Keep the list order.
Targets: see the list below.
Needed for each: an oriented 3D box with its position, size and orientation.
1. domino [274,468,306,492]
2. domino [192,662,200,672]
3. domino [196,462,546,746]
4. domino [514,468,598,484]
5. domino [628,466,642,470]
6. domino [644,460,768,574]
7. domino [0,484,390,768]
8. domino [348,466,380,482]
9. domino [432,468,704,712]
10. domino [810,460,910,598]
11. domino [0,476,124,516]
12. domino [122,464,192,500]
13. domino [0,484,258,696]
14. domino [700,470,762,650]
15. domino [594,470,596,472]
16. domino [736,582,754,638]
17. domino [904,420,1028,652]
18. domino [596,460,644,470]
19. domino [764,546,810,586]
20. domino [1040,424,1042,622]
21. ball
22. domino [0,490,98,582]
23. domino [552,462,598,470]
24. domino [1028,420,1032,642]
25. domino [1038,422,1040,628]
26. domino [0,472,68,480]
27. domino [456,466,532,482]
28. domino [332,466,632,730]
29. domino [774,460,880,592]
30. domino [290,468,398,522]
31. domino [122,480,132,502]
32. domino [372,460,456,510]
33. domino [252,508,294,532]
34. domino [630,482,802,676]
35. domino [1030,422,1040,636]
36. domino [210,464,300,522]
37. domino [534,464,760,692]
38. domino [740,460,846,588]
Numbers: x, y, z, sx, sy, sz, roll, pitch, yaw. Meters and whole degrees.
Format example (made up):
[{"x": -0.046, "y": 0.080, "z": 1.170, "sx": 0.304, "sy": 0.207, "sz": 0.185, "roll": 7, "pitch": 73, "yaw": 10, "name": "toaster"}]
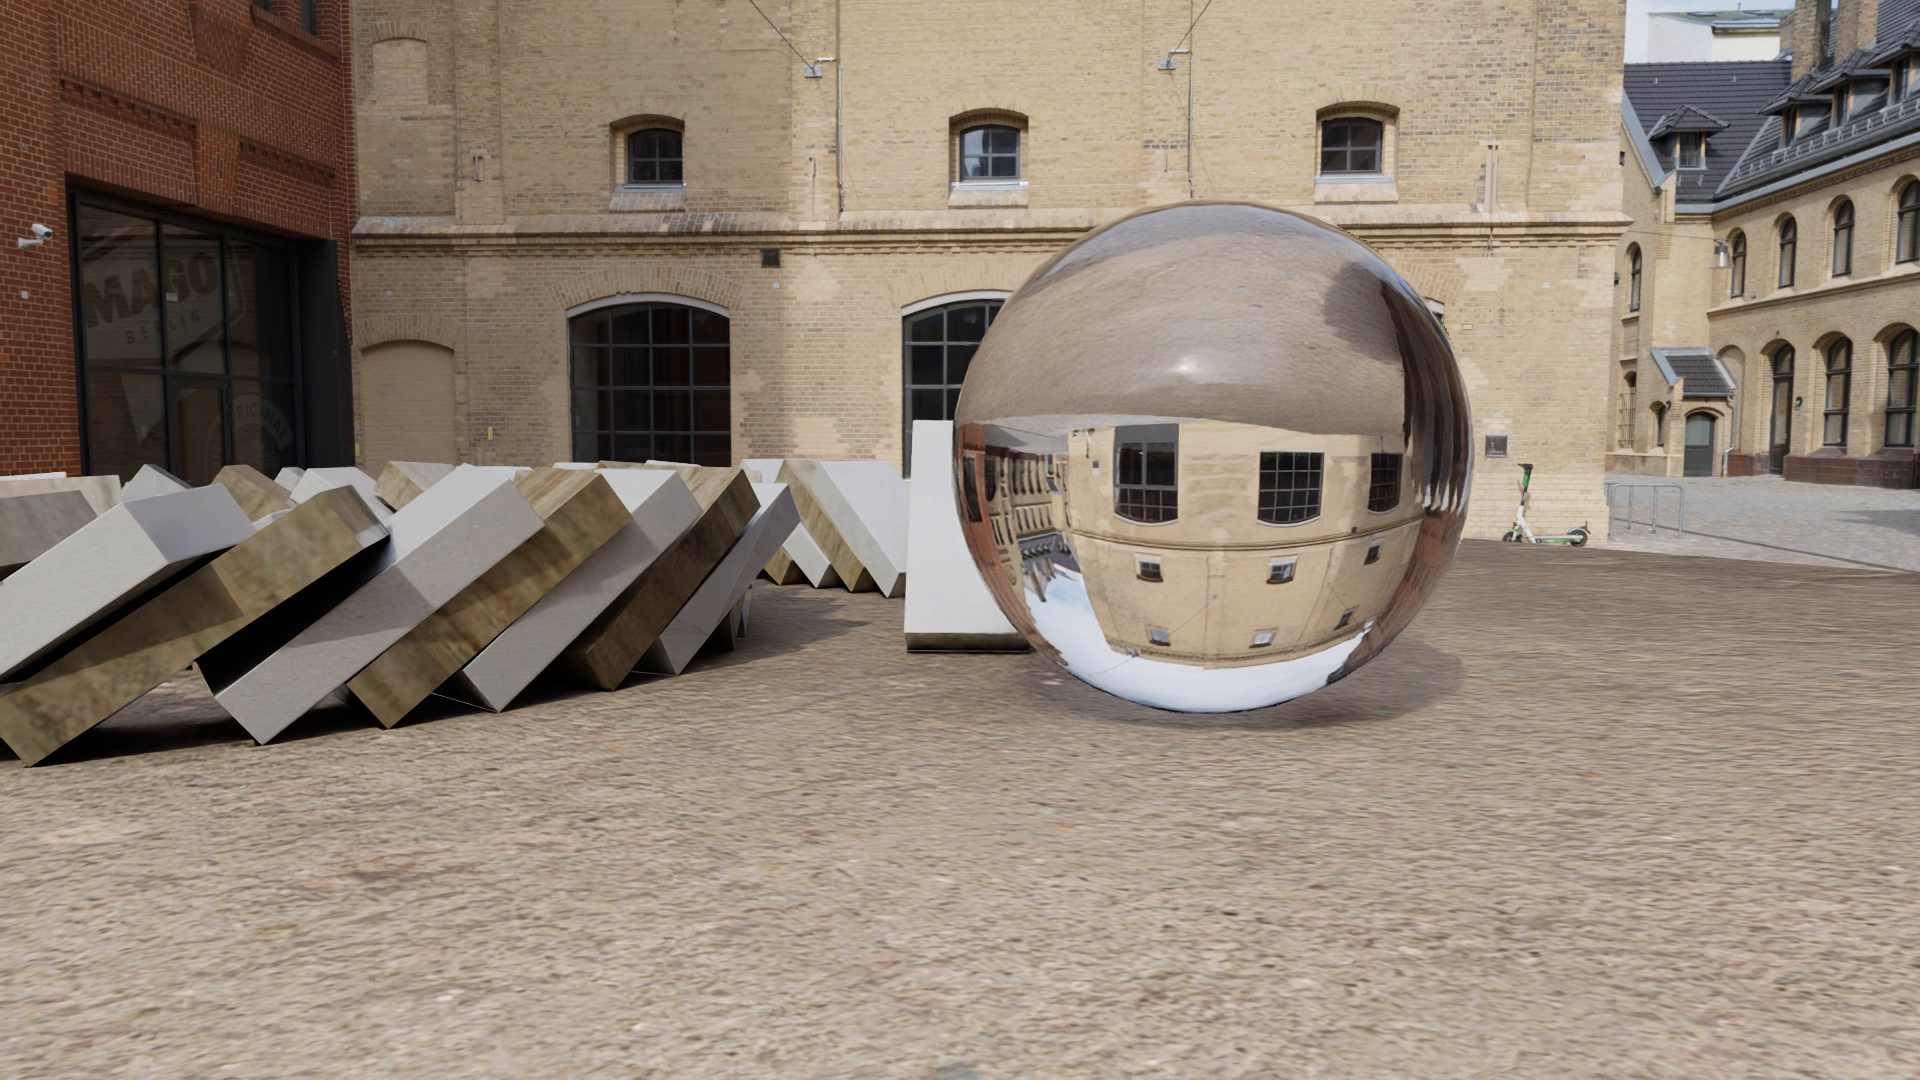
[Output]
[{"x": -0.194, "y": -0.006, "z": 0.414, "sx": 0.050, "sy": 0.009, "sz": 0.025, "roll": 31, "pitch": -6, "yaw": -17, "name": "domino"}, {"x": -0.119, "y": 0.019, "z": 0.253, "sx": 0.050, "sy": 0.010, "sz": 0.025, "roll": 0, "pitch": 4, "yaw": -5, "name": "domino"}, {"x": -0.091, "y": 0.008, "z": 0.199, "sx": 0.050, "sy": 0.010, "sz": 0.025, "roll": -43, "pitch": 30, "yaw": -23, "name": "domino"}, {"x": -0.098, "y": -0.001, "z": 0.345, "sx": 0.025, "sy": 0.009, "sz": 0.050, "roll": -5, "pitch": 40, "yaw": -48, "name": "domino"}, {"x": -0.069, "y": 0.000, "z": 0.319, "sx": 0.025, "sy": 0.010, "sz": 0.050, "roll": 2, "pitch": 37, "yaw": -19, "name": "domino"}, {"x": -0.080, "y": -0.007, "z": 0.417, "sx": 0.050, "sy": 0.010, "sz": 0.025, "roll": 40, "pitch": 18, "yaw": 24, "name": "domino"}, {"x": -0.109, "y": 0.011, "z": 0.184, "sx": 0.050, "sy": 0.009, "sz": 0.025, "roll": -36, "pitch": 13, "yaw": -10, "name": "domino"}, {"x": -0.177, "y": -0.007, "z": 0.421, "sx": 0.050, "sy": 0.009, "sz": 0.025, "roll": 31, "pitch": -6, "yaw": -11, "name": "domino"}, {"x": -0.070, "y": 0.007, "z": 0.223, "sx": 0.025, "sy": 0.009, "sz": 0.050, "roll": 4, "pitch": 43, "yaw": 43, "name": "domino"}, {"x": -0.021, "y": -0.004, "z": 0.373, "sx": 0.025, "sy": 0.009, "sz": 0.050, "roll": -3, "pitch": 42, "yaw": -38, "name": "domino"}, {"x": -0.171, "y": 0.006, "z": 0.237, "sx": 0.025, "sy": 0.009, "sz": 0.050, "roll": -7, "pitch": -27, "yaw": -39, "name": "domino"}, {"x": -0.190, "y": -0.001, "z": 0.335, "sx": 0.050, "sy": 0.009, "sz": 0.025, "roll": 38, "pitch": -14, "yaw": -24, "name": "domino"}, {"x": -0.125, "y": 0.011, "z": 0.176, "sx": 0.050, "sy": 0.009, "sz": 0.025, "roll": -33, "pitch": 9, "yaw": 2, "name": "domino"}, {"x": -0.059, "y": 0.003, "z": 0.280, "sx": 0.025, "sy": 0.009, "sz": 0.050, "roll": 1, "pitch": 39, "yaw": -1, "name": "domino"}, {"x": -0.078, "y": 0.000, "z": 0.333, "sx": 0.025, "sy": 0.009, "sz": 0.050, "roll": -2, "pitch": 38, "yaw": -26, "name": "domino"}, {"x": -0.060, "y": 0.003, "z": 0.297, "sx": 0.025, "sy": 0.010, "sz": 0.050, "roll": 0, "pitch": 36, "yaw": -2, "name": "domino"}, {"x": 0.002, "y": -0.002, "z": 0.271, "sx": 0.025, "sy": 0.050, "sz": 0.010, "roll": 0, "pitch": -27, "yaw": 2, "name": "domino"}, {"x": -0.096, "y": -0.008, "z": 0.423, "sx": 0.050, "sy": 0.009, "sz": 0.025, "roll": 38, "pitch": 15, "yaw": 19, "name": "domino"}, {"x": -0.060, "y": -0.005, "z": 0.406, "sx": 0.050, "sy": 0.009, "sz": 0.025, "roll": 42, "pitch": 28, "yaw": 30, "name": "domino"}, {"x": 0.007, "y": -0.005, "z": 0.315, "sx": 0.025, "sy": 0.050, "sz": 0.009, "roll": 0, "pitch": -27, "yaw": 2, "name": "domino"}, {"x": 0.038, "y": -0.013, "z": 0.203, "sx": 0.080, "sy": 0.080, "sz": 0.080, "roll": 0, "pitch": 4, "yaw": 0, "name": "ball"}, {"x": -0.145, "y": 0.012, "z": 0.174, "sx": 0.050, "sy": 0.009, "sz": 0.025, "roll": -32, "pitch": 4, "yaw": 7, "name": "domino"}, {"x": -0.112, "y": -0.008, "z": 0.428, "sx": 0.050, "sy": 0.009, "sz": 0.025, "roll": 37, "pitch": 15, "yaw": 16, "name": "domino"}, {"x": 0.003, "y": -0.002, "z": 0.282, "sx": 0.025, "sy": 0.050, "sz": 0.009, "roll": 0, "pitch": -27, "yaw": 2, "name": "domino"}, {"x": 0.006, "y": -0.004, "z": 0.304, "sx": 0.025, "sy": 0.050, "sz": 0.009, "roll": 0, "pitch": -27, "yaw": 2, "name": "domino"}, {"x": -0.184, "y": 0.005, "z": 0.249, "sx": 0.025, "sy": 0.009, "sz": 0.050, "roll": -8, "pitch": -25, "yaw": -30, "name": "domino"}, {"x": -0.116, "y": -0.002, "z": 0.354, "sx": 0.050, "sy": 0.010, "sz": 0.025, "roll": 40, "pitch": 21, "yaw": 23, "name": "domino"}, {"x": -0.080, "y": 0.008, "z": 0.210, "sx": 0.025, "sy": 0.009, "sz": 0.050, "roll": 8, "pitch": 46, "yaw": 48, "name": "domino"}, {"x": -0.033, "y": -0.005, "z": 0.385, "sx": 0.025, "sy": 0.009, "sz": 0.050, "roll": -3, "pitch": 42, "yaw": -41, "name": "domino"}, {"x": -0.155, "y": -0.002, "z": 0.355, "sx": 0.050, "sy": 0.009, "sz": 0.025, "roll": 34, "pitch": 5, "yaw": -1, "name": "domino"}, {"x": -0.231, "y": -0.003, "z": 0.395, "sx": 0.050, "sy": 0.009, "sz": 0.025, "roll": 29, "pitch": -10, "yaw": -28, "name": "domino"}, {"x": -0.136, "y": -0.003, "z": 0.358, "sx": 0.050, "sy": 0.009, "sz": 0.025, "roll": 38, "pitch": 12, "yaw": 14, "name": "domino"}, {"x": -0.140, "y": 0.008, "z": 0.244, "sx": 0.050, "sy": 0.010, "sz": 0.025, "roll": -25, "pitch": 6, "yaw": 11, "name": "domino"}, {"x": -0.055, "y": 0.006, "z": 0.256, "sx": 0.025, "sy": 0.009, "sz": 0.050, "roll": 2, "pitch": 36, "yaw": 25, "name": "domino"}, {"x": 0.005, "y": -0.003, "z": 0.293, "sx": 0.025, "sy": 0.050, "sz": 0.009, "roll": 0, "pitch": -27, "yaw": 2, "name": "domino"}, {"x": -0.174, "y": -0.002, "z": 0.345, "sx": 0.050, "sy": 0.009, "sz": 0.025, "roll": 36, "pitch": -7, "yaw": -16, "name": "domino"}, {"x": -0.061, "y": 0.005, "z": 0.240, "sx": 0.025, "sy": 0.009, "sz": 0.050, "roll": 4, "pitch": 43, "yaw": 30, "name": "domino"}, {"x": -0.046, "y": -0.006, "z": 0.395, "sx": 0.025, "sy": 0.009, "sz": 0.050, "roll": -4, "pitch": 43, "yaw": -47, "name": "domino"}]
